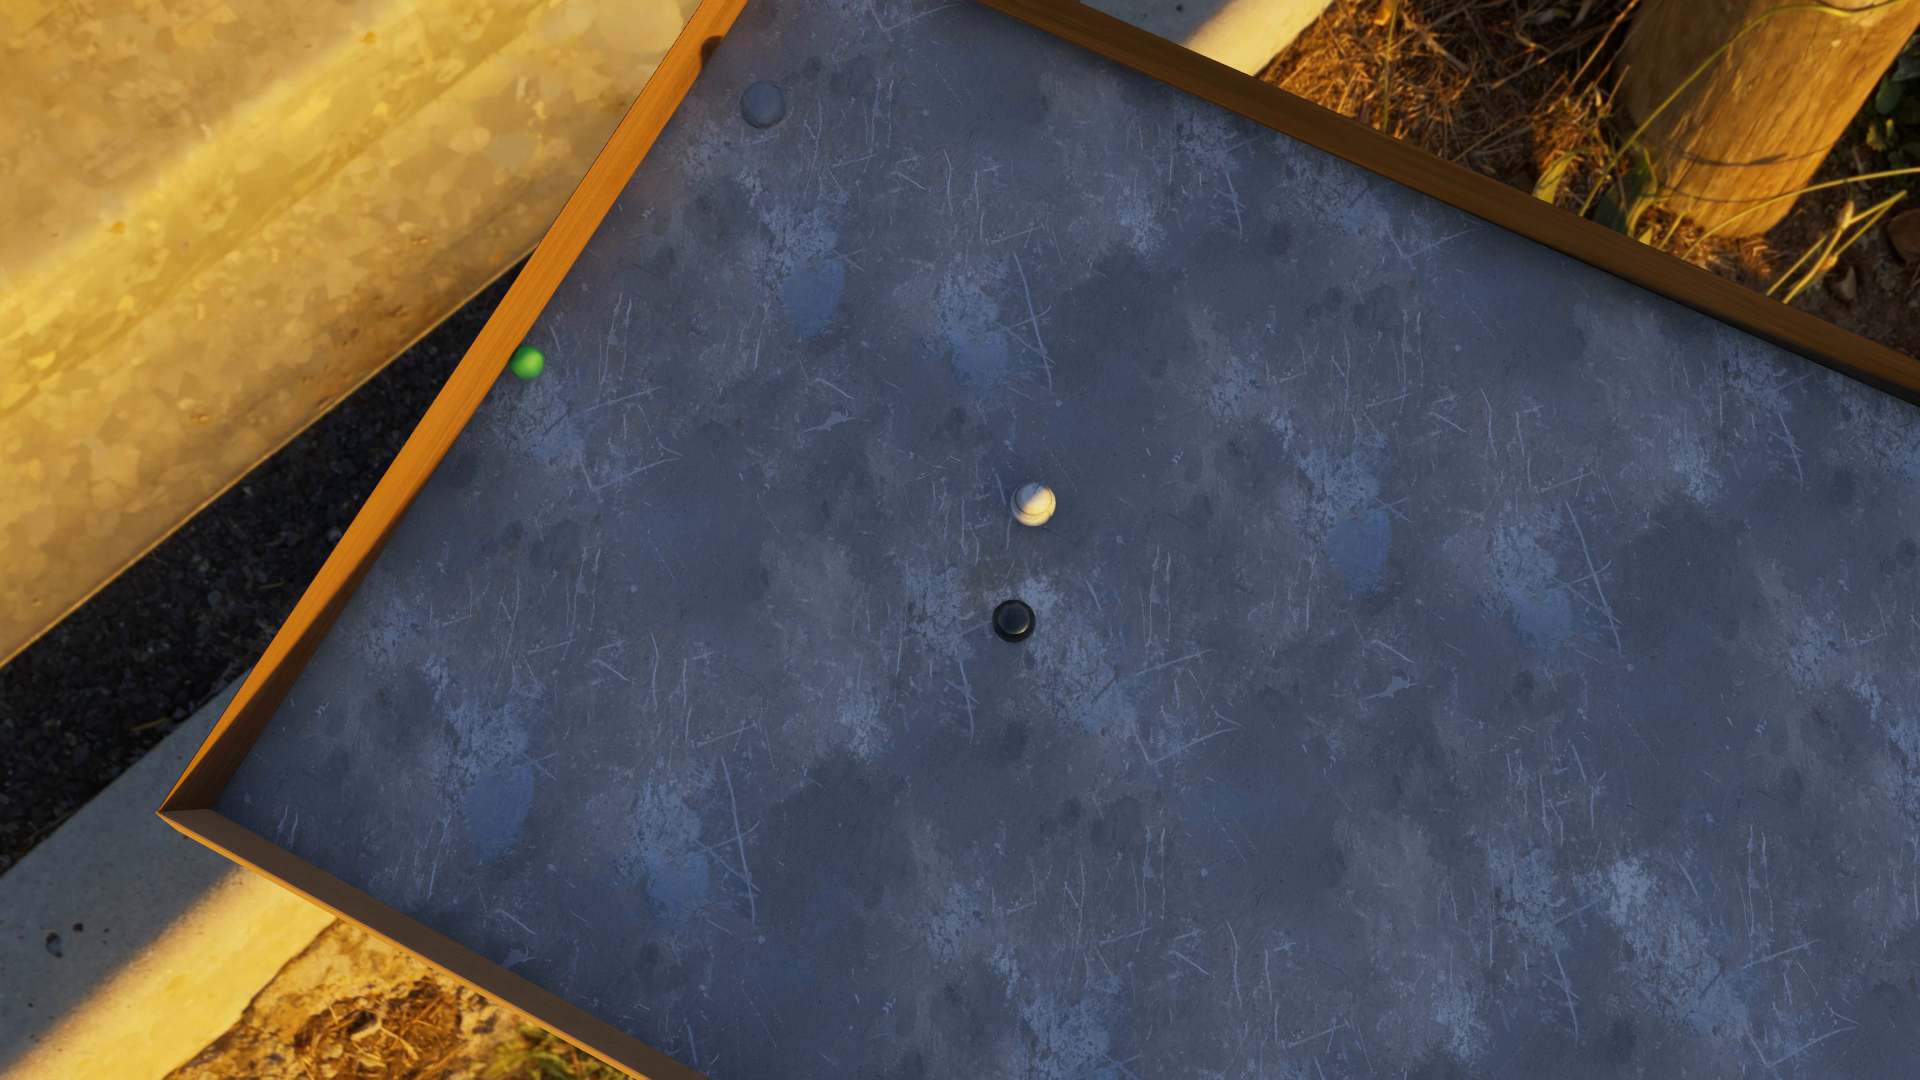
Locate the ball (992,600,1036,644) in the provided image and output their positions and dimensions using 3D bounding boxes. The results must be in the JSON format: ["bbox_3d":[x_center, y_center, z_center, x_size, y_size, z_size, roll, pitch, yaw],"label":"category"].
[{"bbox_3d":[0.084,0.128,3.440,0.070,0.070,0.070,0,68,0],"label":"ball"}]

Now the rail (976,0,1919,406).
[{"bbox_3d":[1.180,-0.419,3.644,3.375,0.104,0.045,26,70,10],"label":"rail"}]

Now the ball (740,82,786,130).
[{"bbox_3d":[-0.340,-0.750,3.793,0.080,0.080,0.080,0,68,0],"label":"ball"}]

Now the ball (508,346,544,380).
[{"bbox_3d":[-0.714,-0.291,3.619,0.056,0.056,0.056,0,68,0],"label":"ball"}]

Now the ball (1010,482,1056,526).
[{"bbox_3d":[0.117,-0.058,3.515,0.072,0.072,0.072,0,68,0],"label":"ball"}]

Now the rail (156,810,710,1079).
[{"bbox_3d":[0.319,1.122,3.016,3.375,0.104,0.045,26,70,10],"label":"rail"}]

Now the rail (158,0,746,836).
[{"bbox_3d":[-0.729,-0.356,3.619,0.045,0.104,1.921,26,70,10],"label":"rail"}]
